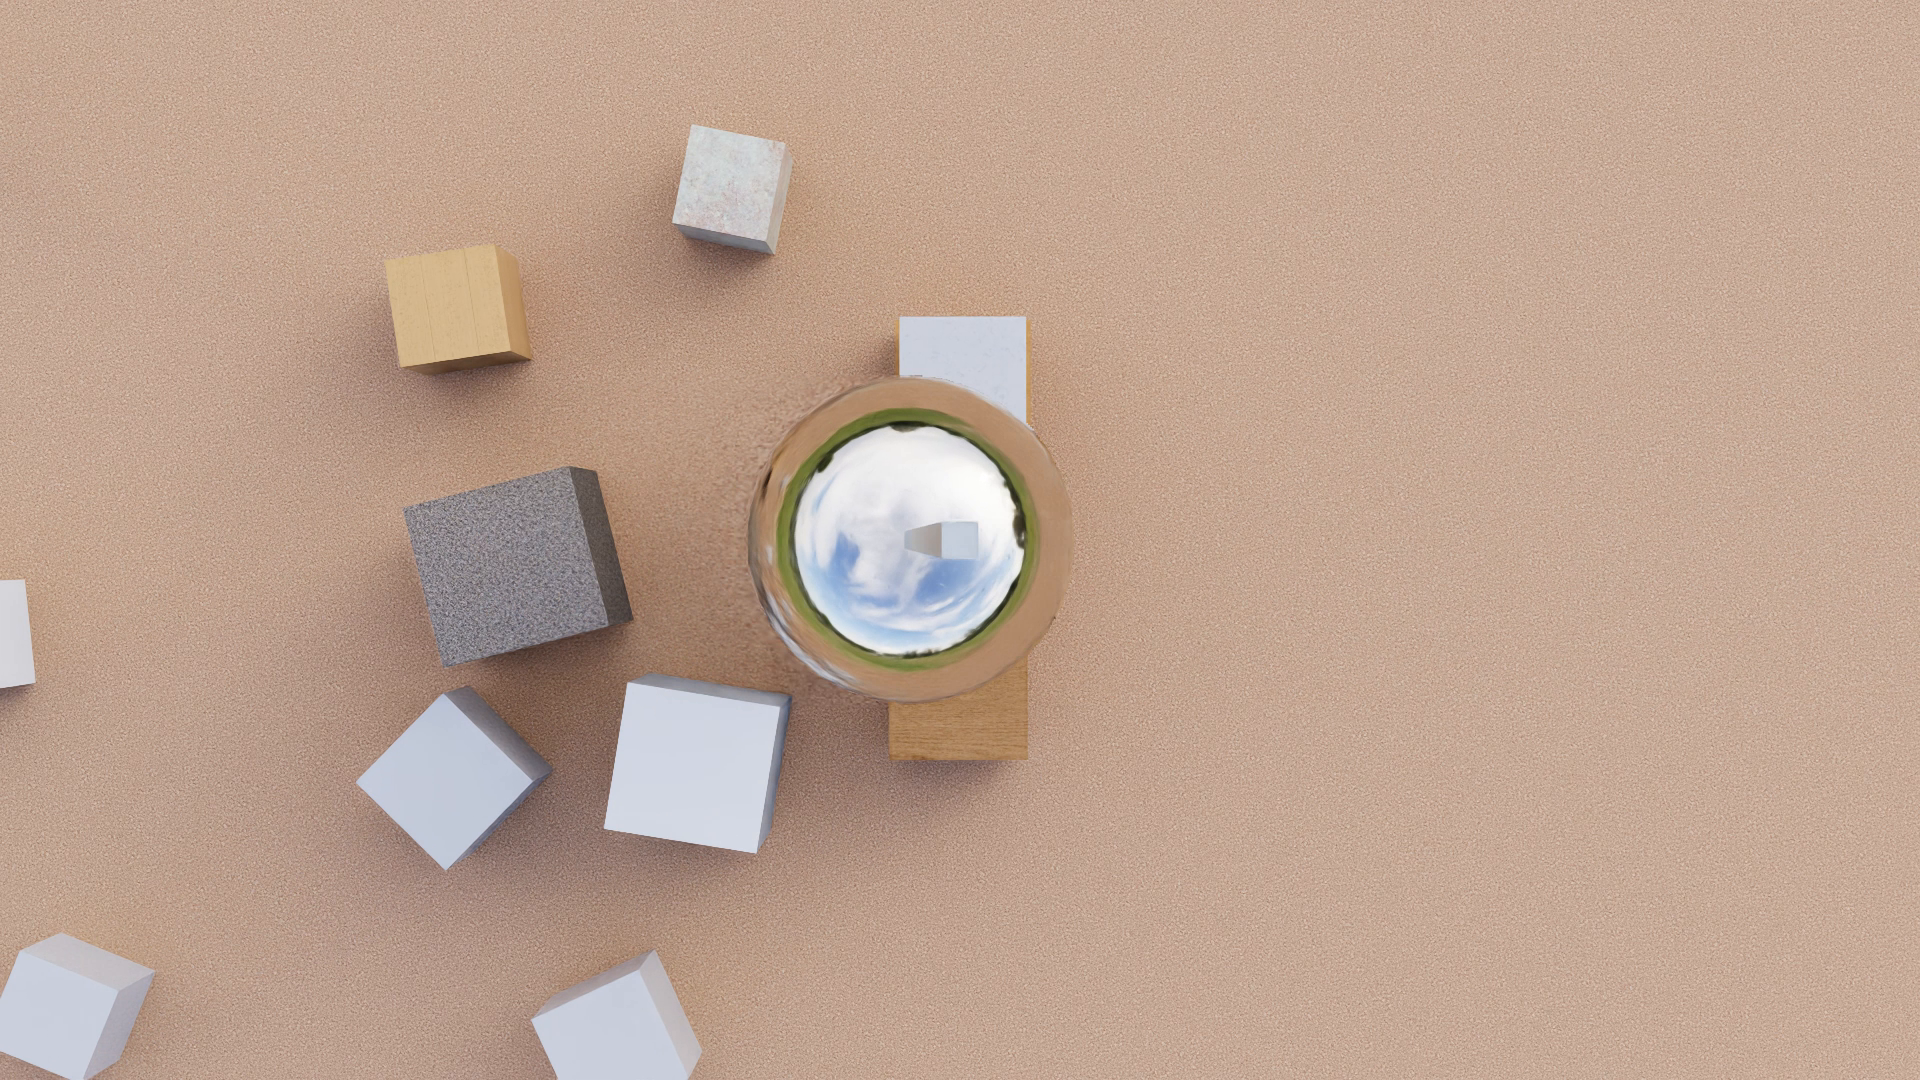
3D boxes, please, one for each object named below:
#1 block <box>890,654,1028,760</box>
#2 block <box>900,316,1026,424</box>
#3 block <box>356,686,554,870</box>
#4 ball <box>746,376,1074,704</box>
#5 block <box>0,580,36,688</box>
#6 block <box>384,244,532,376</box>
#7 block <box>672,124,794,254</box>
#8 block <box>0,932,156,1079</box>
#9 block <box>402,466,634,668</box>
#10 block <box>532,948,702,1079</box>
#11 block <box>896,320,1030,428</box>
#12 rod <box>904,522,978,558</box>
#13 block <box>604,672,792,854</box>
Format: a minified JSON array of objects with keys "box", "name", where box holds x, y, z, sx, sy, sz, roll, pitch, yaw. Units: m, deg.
[{"box":[-0.009,0.836,12.644,0.774,0.713,0.787,0,90,0],"name":"block"},{"box":[0.015,-0.873,11.887,0.663,0.717,0.596,0,90,0],"name":"block"},{"box":[-2.895,1.358,12.672,0.708,0.655,0.699,44,90,0],"name":"block"},{"box":[-0.242,0.000,10.783,1.600,1.600,1.600,0,90,0],"name":"ball"},{"box":[-5.797,0.571,12.719,0.604,0.562,0.614,-6,90,0],"name":"block"},{"box":[-2.884,-1.319,12.686,0.627,0.627,0.609,-9,90,0],"name":"block"},{"box":[-1.305,-2.015,12.703,0.539,0.593,0.566,11,90,0],"name":"block"},{"box":[-5.141,2.697,12.714,0.603,0.572,0.568,22,90,0],"name":"block"},{"box":[-2.496,0.148,12.541,0.942,0.917,0.910,-14,90,0],"name":"block"},{"box":[-1.966,2.858,12.674,0.666,0.653,0.673,-25,90,0],"name":"block"},{"box":[0.017,-0.830,12.622,0.756,0.755,0.792,0,90,0],"name":"block"},{"box":[-0.105,0.000,7.385,0.080,5.200,0.080,0,90,-2],"name":"rod"},{"box":[-1.475,1.255,12.552,0.849,0.896,0.816,9,90,0],"name":"block"}]
